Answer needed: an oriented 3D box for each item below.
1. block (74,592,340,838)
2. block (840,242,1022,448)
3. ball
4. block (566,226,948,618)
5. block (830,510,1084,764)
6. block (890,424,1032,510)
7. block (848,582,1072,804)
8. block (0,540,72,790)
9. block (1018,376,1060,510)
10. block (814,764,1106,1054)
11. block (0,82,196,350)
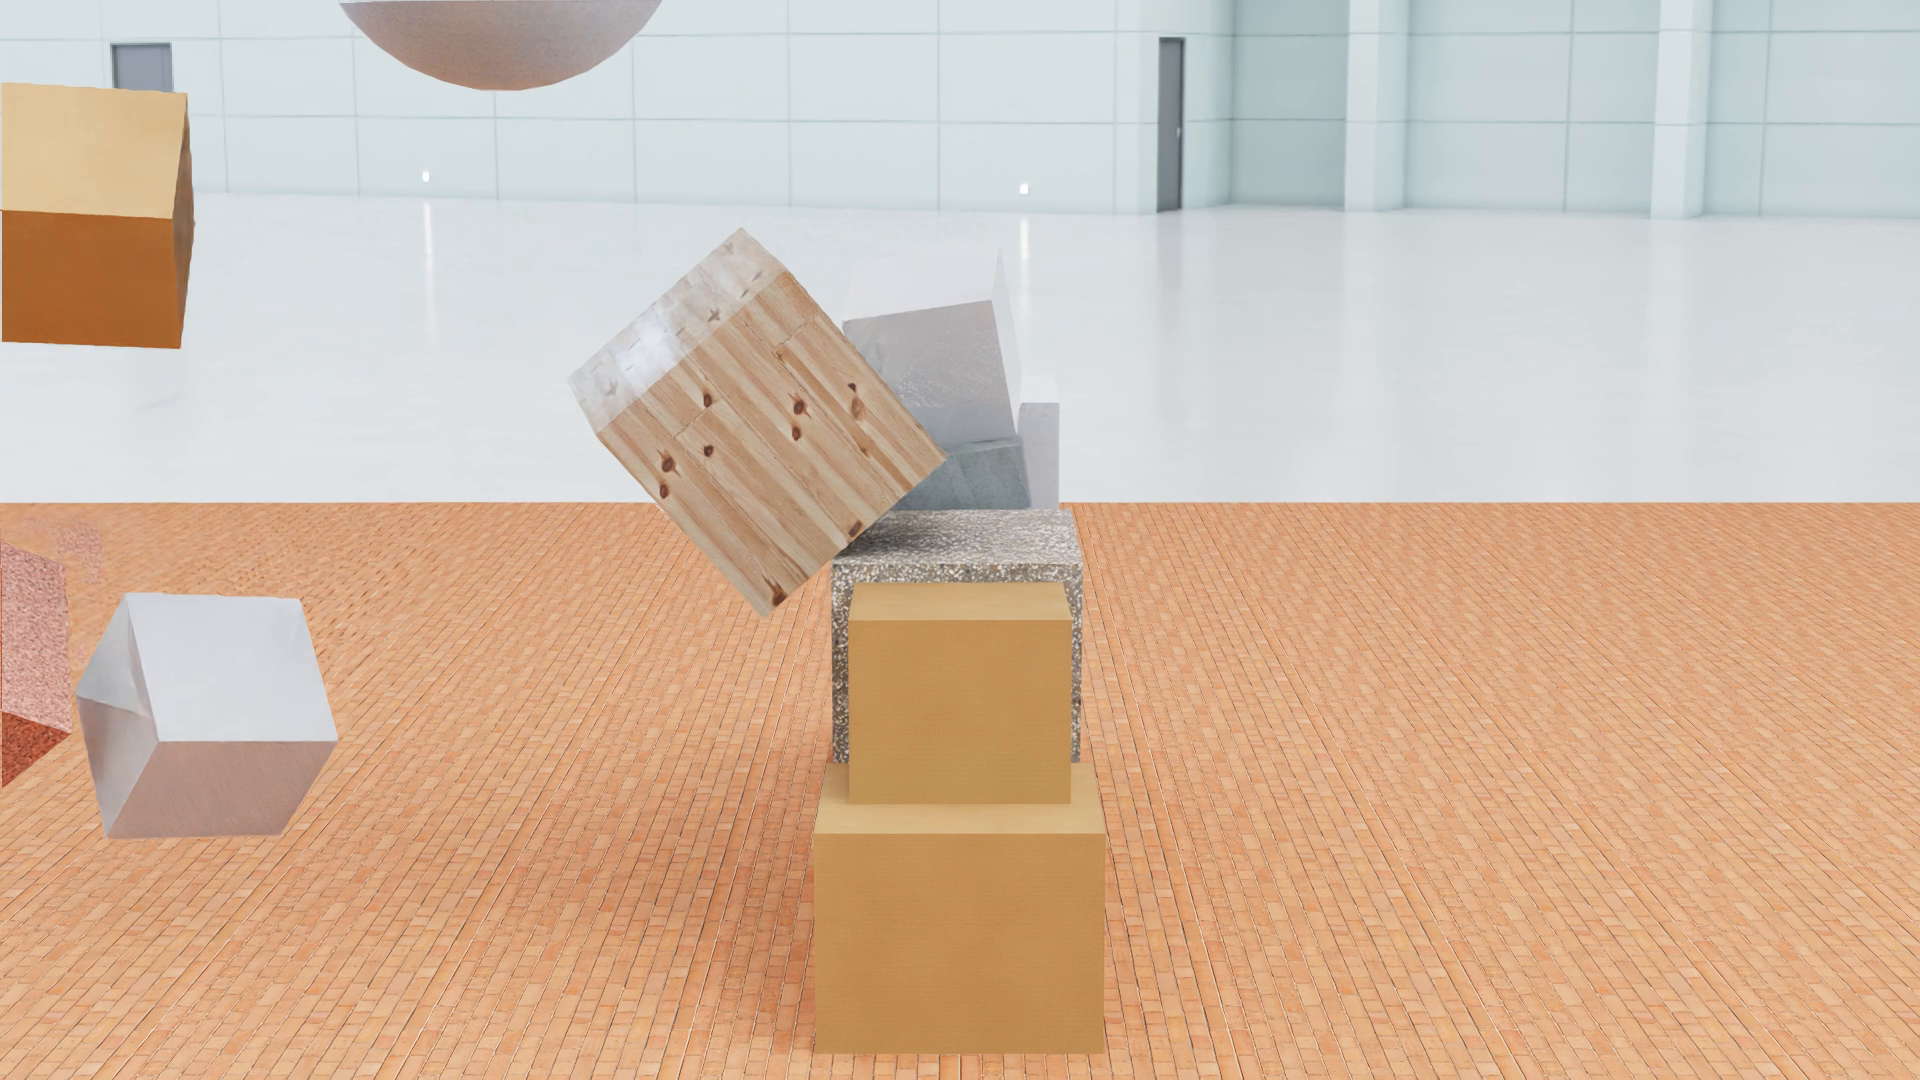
[{"bbox_3d":[-3.127,0.730,10.618,0.747,0.691,0.732,3,49,-38],"label":"block"},{"bbox_3d":[-0.112,-0.861,11.474,0.659,0.648,0.744,-7,25,7],"label":"block"},{"bbox_3d":[-1.927,-2.681,10.693,1.600,1.600,1.600,0,10,0],"label":"ball"},{"bbox_3d":[-0.850,-0.502,10.466,0.972,1.008,1.053,-41,21,-1],"label":"block"},{"bbox_3d":[-0.018,0.392,10.637,0.994,0.845,0.903,0,14,-1],"label":"block"},{"bbox_3d":[-0.086,0.071,11.536,0.865,1.024,0.918,-8,10,2],"label":"block"},{"bbox_3d":[-0.002,0.574,9.817,0.820,0.698,0.709,0,10,0],"label":"block"},{"bbox_3d":[-4.136,0.508,10.209,0.809,0.832,0.792,-35,-39,24],"label":"block"},{"bbox_3d":[-0.018,-0.225,12.432,0.966,1.029,0.941,0,11,0],"label":"block"},{"bbox_3d":[-0.001,1.371,9.704,1.044,0.830,0.952,0,10,0],"label":"block"},{"bbox_3d":[-3.360,-1.243,9.860,0.725,0.682,0.715,2,49,-12],"label":"block"}]
